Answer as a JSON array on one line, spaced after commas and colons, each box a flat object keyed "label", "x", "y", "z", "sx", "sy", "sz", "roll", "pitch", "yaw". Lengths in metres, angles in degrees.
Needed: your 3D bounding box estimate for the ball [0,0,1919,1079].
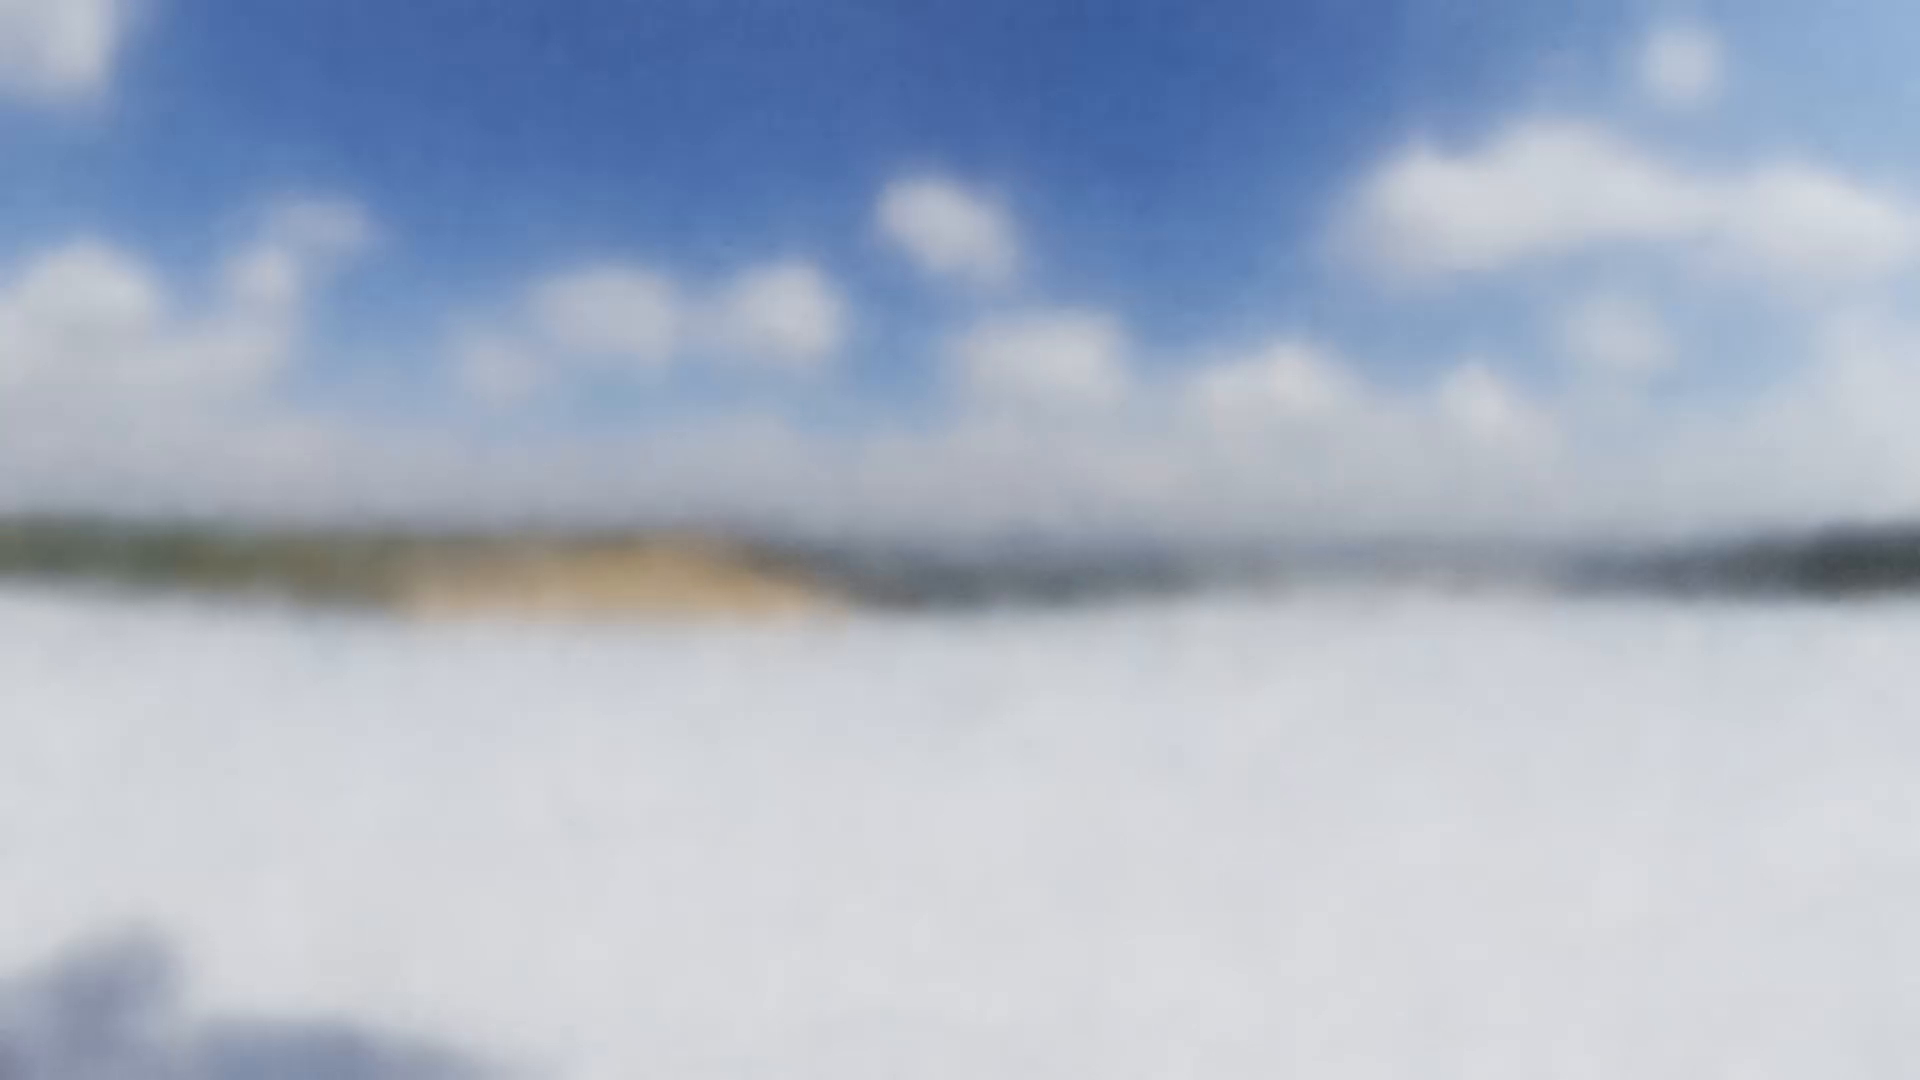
[{"label": "ball", "x": 0.001, "y": -0.002, "z": 0.055, "sx": 0.080, "sy": 0.080, "sz": 0.080, "roll": 0, "pitch": 4, "yaw": 0}]
